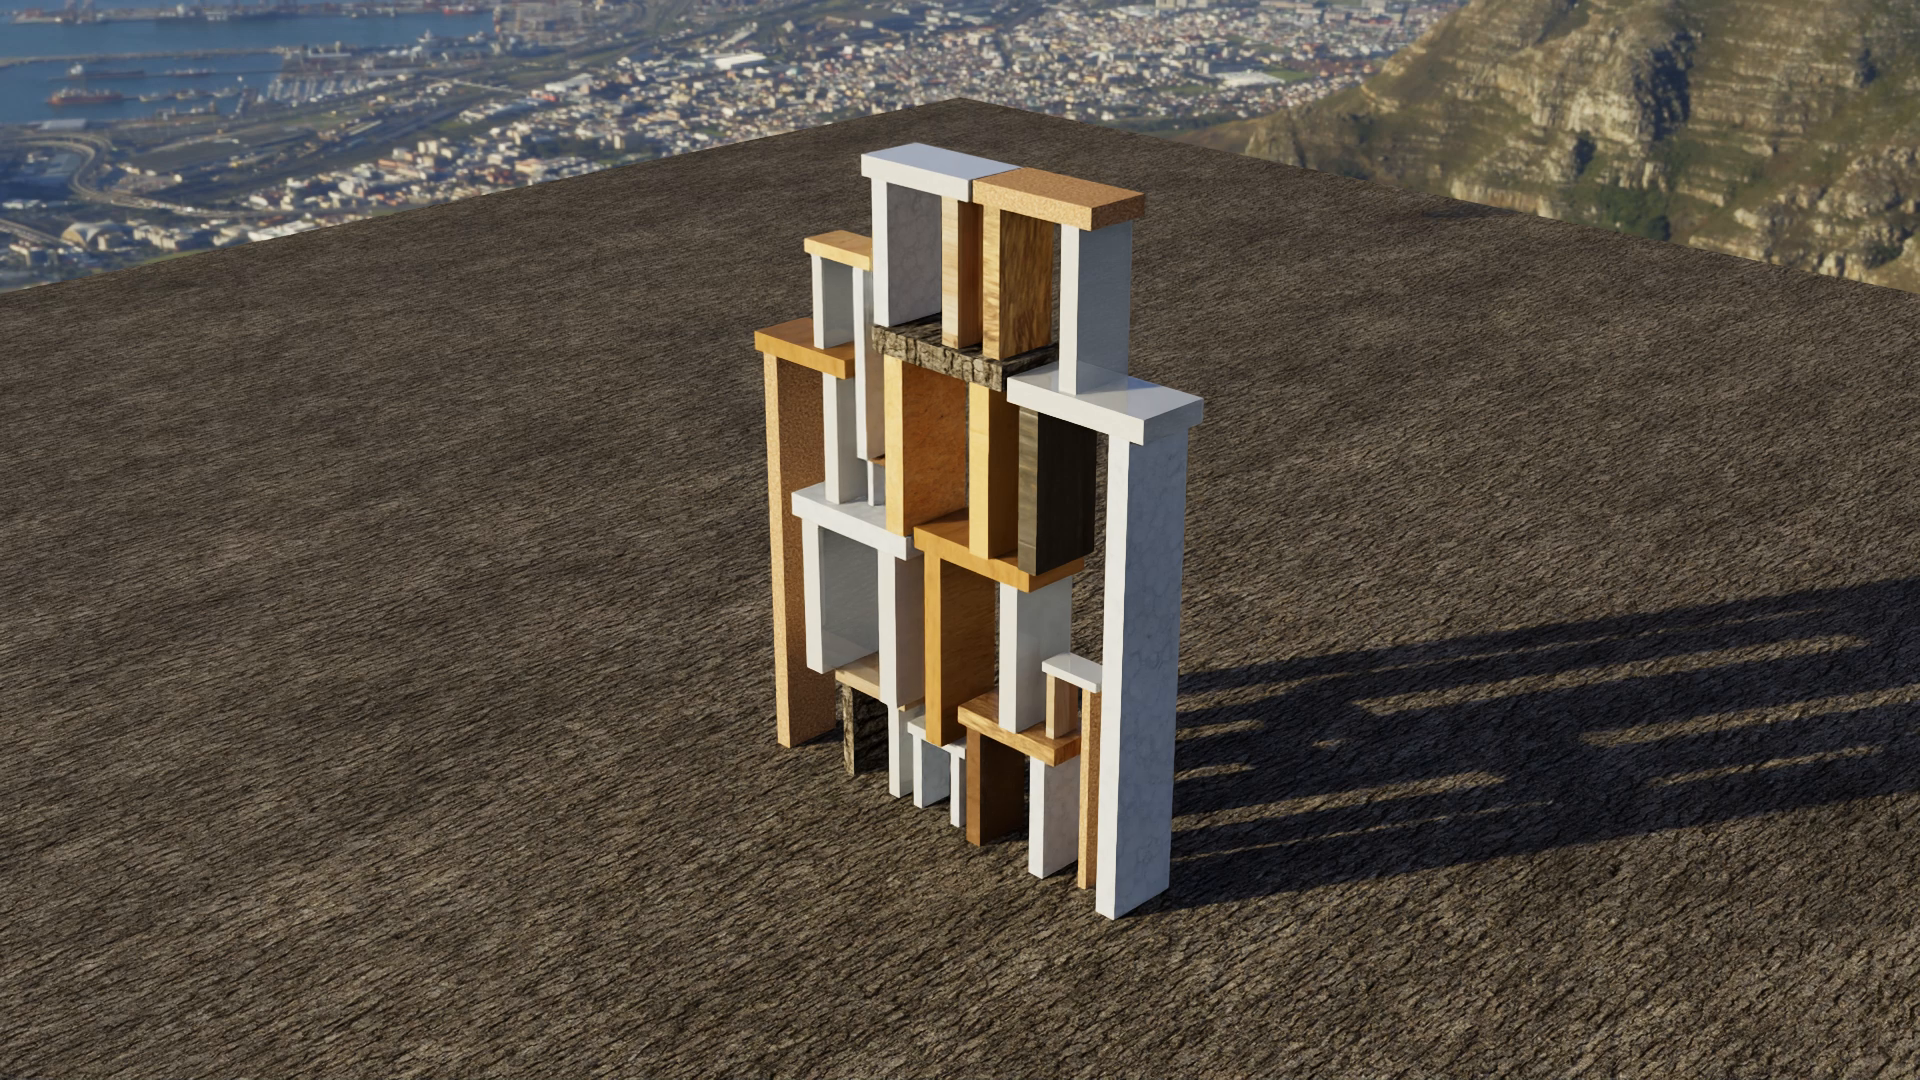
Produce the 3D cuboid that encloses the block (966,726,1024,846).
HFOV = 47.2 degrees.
[{"bbox_3d":[0.071,0.465,4.339,0.036,0.254,0.127,21,31,41],"label":"block"}]

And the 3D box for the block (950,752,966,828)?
[{"bbox_3d":[0.018,0.487,4.406,0.023,0.161,0.081,21,31,41],"label":"block"}]

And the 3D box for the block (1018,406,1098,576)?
[{"bbox_3d":[0.177,-0.108,3.987,0.045,0.317,0.158,21,31,41],"label":"block"}]

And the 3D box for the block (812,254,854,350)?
[{"bbox_3d":[-0.243,-0.474,4.287,0.093,0.186,0.026,-21,31,-40],"label":"block"}]

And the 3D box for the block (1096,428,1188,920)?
[{"bbox_3d":[0.326,0.242,3.973,0.045,0.951,0.158,21,31,41],"label":"block"}]

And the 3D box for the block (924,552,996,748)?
[{"bbox_3d":[0.000,0.195,4.310,0.043,0.407,0.151,21,31,41],"label":"block"}]

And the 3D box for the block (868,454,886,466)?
[{"bbox_3d":[-0.139,-0.159,4.307,0.094,0.013,0.047,20,30,39],"label":"block"}]

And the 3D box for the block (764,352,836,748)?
[{"bbox_3d":[-0.331,0.017,4.594,0.134,0.881,0.038,-21,31,-41],"label":"block"}]

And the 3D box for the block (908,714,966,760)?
[{"bbox_3d":[-0.020,0.388,4.405,0.081,0.023,0.161,-21,31,-41],"label":"block"}]

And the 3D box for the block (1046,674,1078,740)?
[{"bbox_3d":[0.192,0.302,4.136,0.019,0.133,0.067,21,31,41],"label":"block"}]

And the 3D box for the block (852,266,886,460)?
[{"bbox_3d":[-0.159,-0.348,4.244,0.093,0.384,0.026,-21,31,-40],"label":"block"}]

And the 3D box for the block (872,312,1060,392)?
[{"bbox_3d":[0.014,-0.353,4.051,0.335,0.047,0.167,21,31,41],"label":"block"}]

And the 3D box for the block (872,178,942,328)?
[{"bbox_3d":[-0.098,-0.547,4.095,0.138,0.275,0.039,-21,31,-40],"label":"block"}]

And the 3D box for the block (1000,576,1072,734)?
[{"bbox_3d":[0.143,0.201,4.159,0.151,0.301,0.043,-21,31,-41],"label":"block"}]

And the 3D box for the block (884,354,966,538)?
[{"bbox_3d":[-0.066,-0.198,4.203,0.167,0.355,0.047,-21,31,-41],"label":"block"}]

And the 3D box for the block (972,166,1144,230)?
[{"bbox_3d":[0.169,-0.590,3.796,0.275,0.039,0.138,21,31,40],"label":"block"}]

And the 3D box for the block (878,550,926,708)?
[{"bbox_3d":[-0.084,0.154,4.372,0.166,0.331,0.047,-21,31,-41],"label":"block"}]

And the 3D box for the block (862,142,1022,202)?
[{"bbox_3d":[-0.034,-0.666,3.974,0.138,0.039,0.275,-21,31,-40],"label":"block"}]

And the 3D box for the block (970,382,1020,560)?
[{"bbox_3d":[0.093,-0.146,4.054,0.047,0.335,0.167,21,31,41],"label":"block"}]

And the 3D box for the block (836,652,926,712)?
[{"bbox_3d":[-0.148,0.289,4.514,0.103,0.029,0.206,-21,31,-41],"label":"block"}]

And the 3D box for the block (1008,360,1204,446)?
[{"bbox_3d":[0.252,-0.245,3.847,0.317,0.045,0.158,21,31,41],"label":"block"}]

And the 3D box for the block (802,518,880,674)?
[{"bbox_3d":[-0.241,0.093,4.516,0.166,0.331,0.047,-21,31,-41],"label":"block"}]

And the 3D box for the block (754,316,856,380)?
[{"bbox_3d":[-0.269,-0.382,4.357,0.134,0.038,0.267,-21,31,-40],"label":"block"}]

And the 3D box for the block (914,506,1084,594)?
[{"bbox_3d":[0.072,0.015,4.157,0.301,0.043,0.151,21,31,41],"label":"block"}]

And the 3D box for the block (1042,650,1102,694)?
[{"bbox_3d":[0.224,0.244,4.078,0.133,0.019,0.067,21,31,40],"label":"block"}]

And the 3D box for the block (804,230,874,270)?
[{"bbox_3d":[-0.201,-0.555,4.206,0.093,0.026,0.186,-20,30,-39],"label":"block"}]

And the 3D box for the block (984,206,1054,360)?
[{"bbox_3d":[0.104,-0.471,3.917,0.039,0.275,0.138,21,31,40],"label":"block"}]

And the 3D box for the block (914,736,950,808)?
[{"bbox_3d":[-0.058,0.458,4.476,0.023,0.161,0.081,21,31,41],"label":"block"}]

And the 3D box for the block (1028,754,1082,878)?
[{"bbox_3d":[0.190,0.512,4.229,0.036,0.254,0.127,21,31,41],"label":"block"}]

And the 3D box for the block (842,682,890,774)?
[{"bbox_3d":[-0.195,0.378,4.605,0.029,0.206,0.103,21,31,41],"label":"block"}]

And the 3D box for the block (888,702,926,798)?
[{"bbox_3d":[-0.098,0.416,4.515,0.029,0.206,0.103,21,31,41],"label":"block"}]

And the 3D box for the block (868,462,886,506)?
[{"bbox_3d":[-0.160,-0.119,4.350,0.047,0.095,0.013,-21,31,-40],"label":"block"}]

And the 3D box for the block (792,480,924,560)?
[{"bbox_3d":[-0.162,-0.051,4.370,0.166,0.047,0.331,-21,31,-41],"label":"block"}]

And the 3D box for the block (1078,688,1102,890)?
[{"bbox_3d":[0.255,0.460,4.135,0.019,0.423,0.067,21,31,41],"label":"block"}]

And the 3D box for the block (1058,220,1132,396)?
[{"bbox_3d":[0.234,-0.411,3.802,0.039,0.296,0.138,21,31,41],"label":"block"}]

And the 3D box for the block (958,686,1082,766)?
[{"bbox_3d":[0.131,0.355,4.228,0.254,0.036,0.127,21,31,41],"label":"block"}]

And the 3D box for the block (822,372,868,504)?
[{"bbox_3d":[-0.206,-0.216,4.358,0.134,0.267,0.038,-21,31,-40],"label":"block"}]

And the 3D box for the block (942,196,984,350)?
[{"bbox_3d":[0.031,-0.496,3.975,0.138,0.275,0.039,-21,31,-41],"label":"block"}]
